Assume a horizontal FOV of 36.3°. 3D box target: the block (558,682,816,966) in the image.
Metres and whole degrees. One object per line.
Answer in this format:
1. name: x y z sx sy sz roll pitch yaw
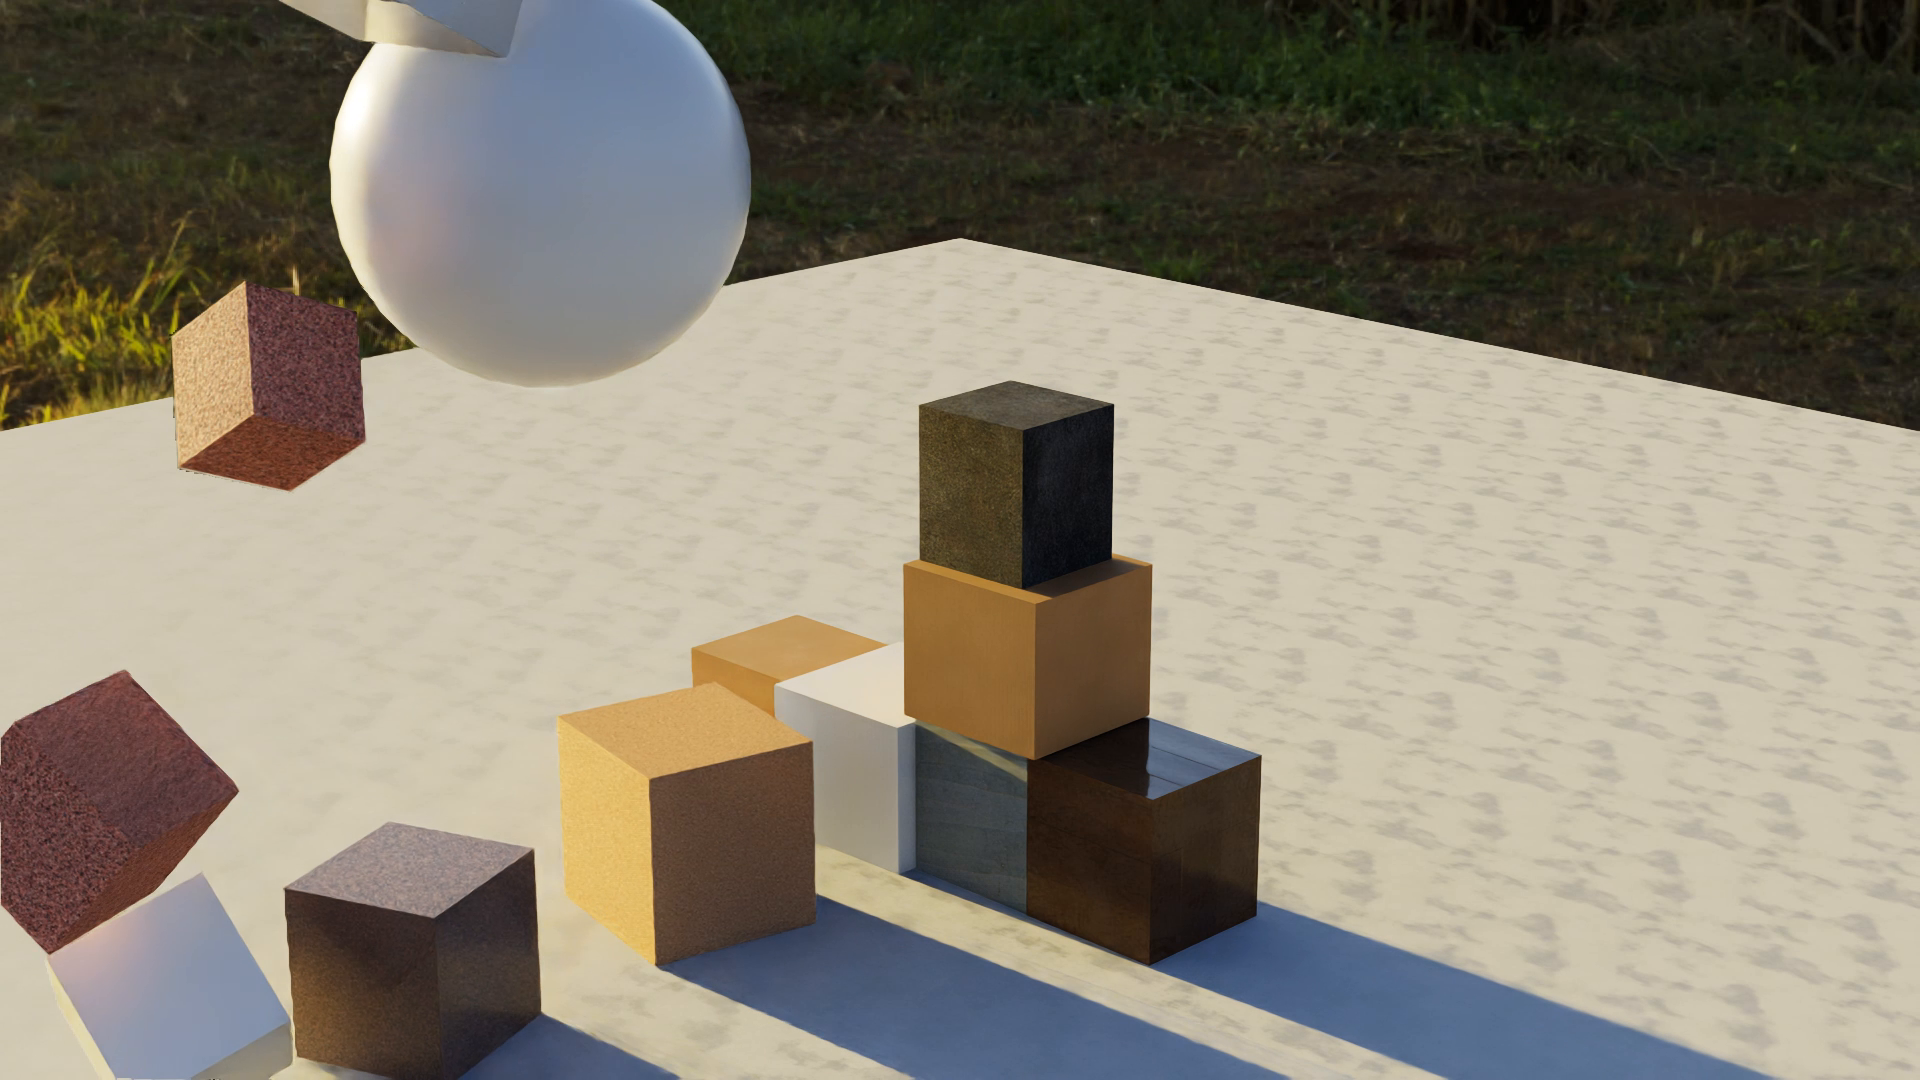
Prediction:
1. block: -1.210 1.237 12.966 0.796 0.865 0.882 -11 21 -31

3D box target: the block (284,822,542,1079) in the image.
1. block: -2.194 1.662 11.829 0.699 0.737 0.728 7 19 22

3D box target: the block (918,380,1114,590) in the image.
1. block: 0.249 -0.255 12.994 0.614 0.715 0.601 16 23 41

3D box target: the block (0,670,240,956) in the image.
1. block: -3.090 0.954 10.382 0.610 0.593 0.634 45 24 4

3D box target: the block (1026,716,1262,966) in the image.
1. block: 0.808 1.304 12.918 0.720 0.766 0.724 -17 24 -42

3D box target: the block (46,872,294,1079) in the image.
1. block: -2.939 1.764 10.949 0.627 0.657 0.642 -29 -15 -22

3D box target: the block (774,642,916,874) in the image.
1. block: -0.288 1.017 13.908 0.817 0.721 0.842 16 23 41

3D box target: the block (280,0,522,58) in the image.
1. block: -1.968 -2.140 10.354 0.697 0.650 0.596 12 -4 28

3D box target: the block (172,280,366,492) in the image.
1. block: -2.388 -0.524 10.120 0.459 0.502 0.448 -27 -28 38

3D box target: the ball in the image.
1. ball: -1.598 -1.382 11.232 1.600 1.600 1.600 0 17 0

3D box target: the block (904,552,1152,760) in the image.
1. block: 0.302 0.448 13.142 0.798 0.716 0.770 16 24 41

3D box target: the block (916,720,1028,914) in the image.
1. block: 0.303 1.145 13.410 0.725 0.774 0.702 -17 24 -42

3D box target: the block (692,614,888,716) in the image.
1. block: -0.813 0.859 14.455 0.717 0.694 0.706 16 24 42
